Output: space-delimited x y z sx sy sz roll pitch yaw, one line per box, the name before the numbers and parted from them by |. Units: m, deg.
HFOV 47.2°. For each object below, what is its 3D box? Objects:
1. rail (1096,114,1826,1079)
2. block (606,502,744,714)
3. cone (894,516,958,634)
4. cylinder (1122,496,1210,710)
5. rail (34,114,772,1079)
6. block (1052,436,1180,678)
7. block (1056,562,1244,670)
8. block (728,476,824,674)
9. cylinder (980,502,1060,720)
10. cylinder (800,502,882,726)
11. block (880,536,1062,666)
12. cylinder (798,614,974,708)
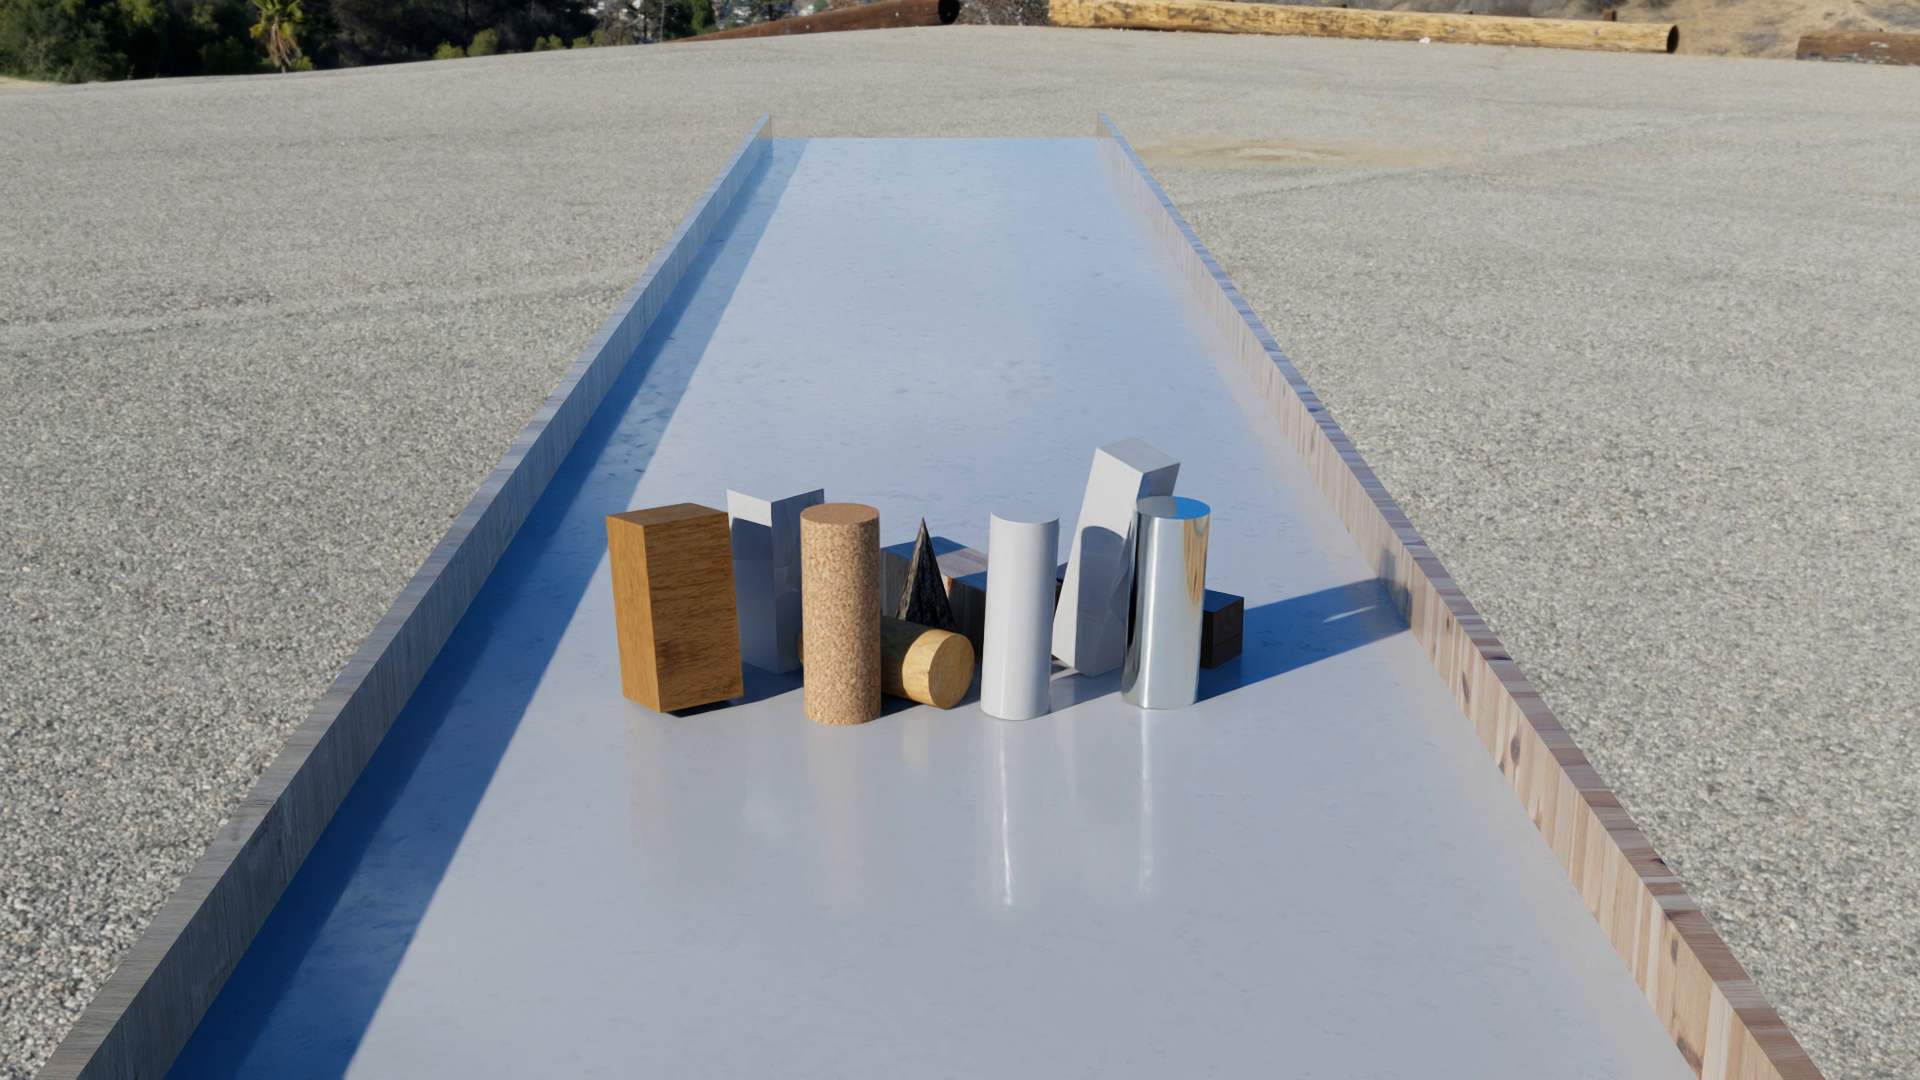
rail | 0.932 -0.844 7.801 0.050 0.150 12.000 0 17 -1
block | -0.539 0.124 4.158 0.173 0.353 0.173 -10 12 -31
cone | -0.072 0.103 4.330 0.175 0.313 0.175 0 17 0
cylinder | 0.388 0.118 4.160 0.146 0.376 0.146 2 18 -1
rail | -1.118 -0.838 7.780 0.050 0.150 12.000 0 17 -1
block | 0.297 0.036 4.286 0.117 0.453 0.117 32 33 34
block | 0.367 0.150 4.510 0.419 0.120 0.120 12 20 35
block | -0.359 0.068 4.371 0.135 0.354 0.135 -17 24 -41
cylinder | 0.111 0.133 4.095 0.129 0.384 0.129 3 18 -1
cylinder | -0.220 0.137 4.082 0.144 0.389 0.144 0 17 0
block | 0.018 0.128 4.523 0.156 0.156 0.423 -12 20 -35
cylinder | -0.144 0.220 4.235 0.322 0.144 0.144 12 20 35
